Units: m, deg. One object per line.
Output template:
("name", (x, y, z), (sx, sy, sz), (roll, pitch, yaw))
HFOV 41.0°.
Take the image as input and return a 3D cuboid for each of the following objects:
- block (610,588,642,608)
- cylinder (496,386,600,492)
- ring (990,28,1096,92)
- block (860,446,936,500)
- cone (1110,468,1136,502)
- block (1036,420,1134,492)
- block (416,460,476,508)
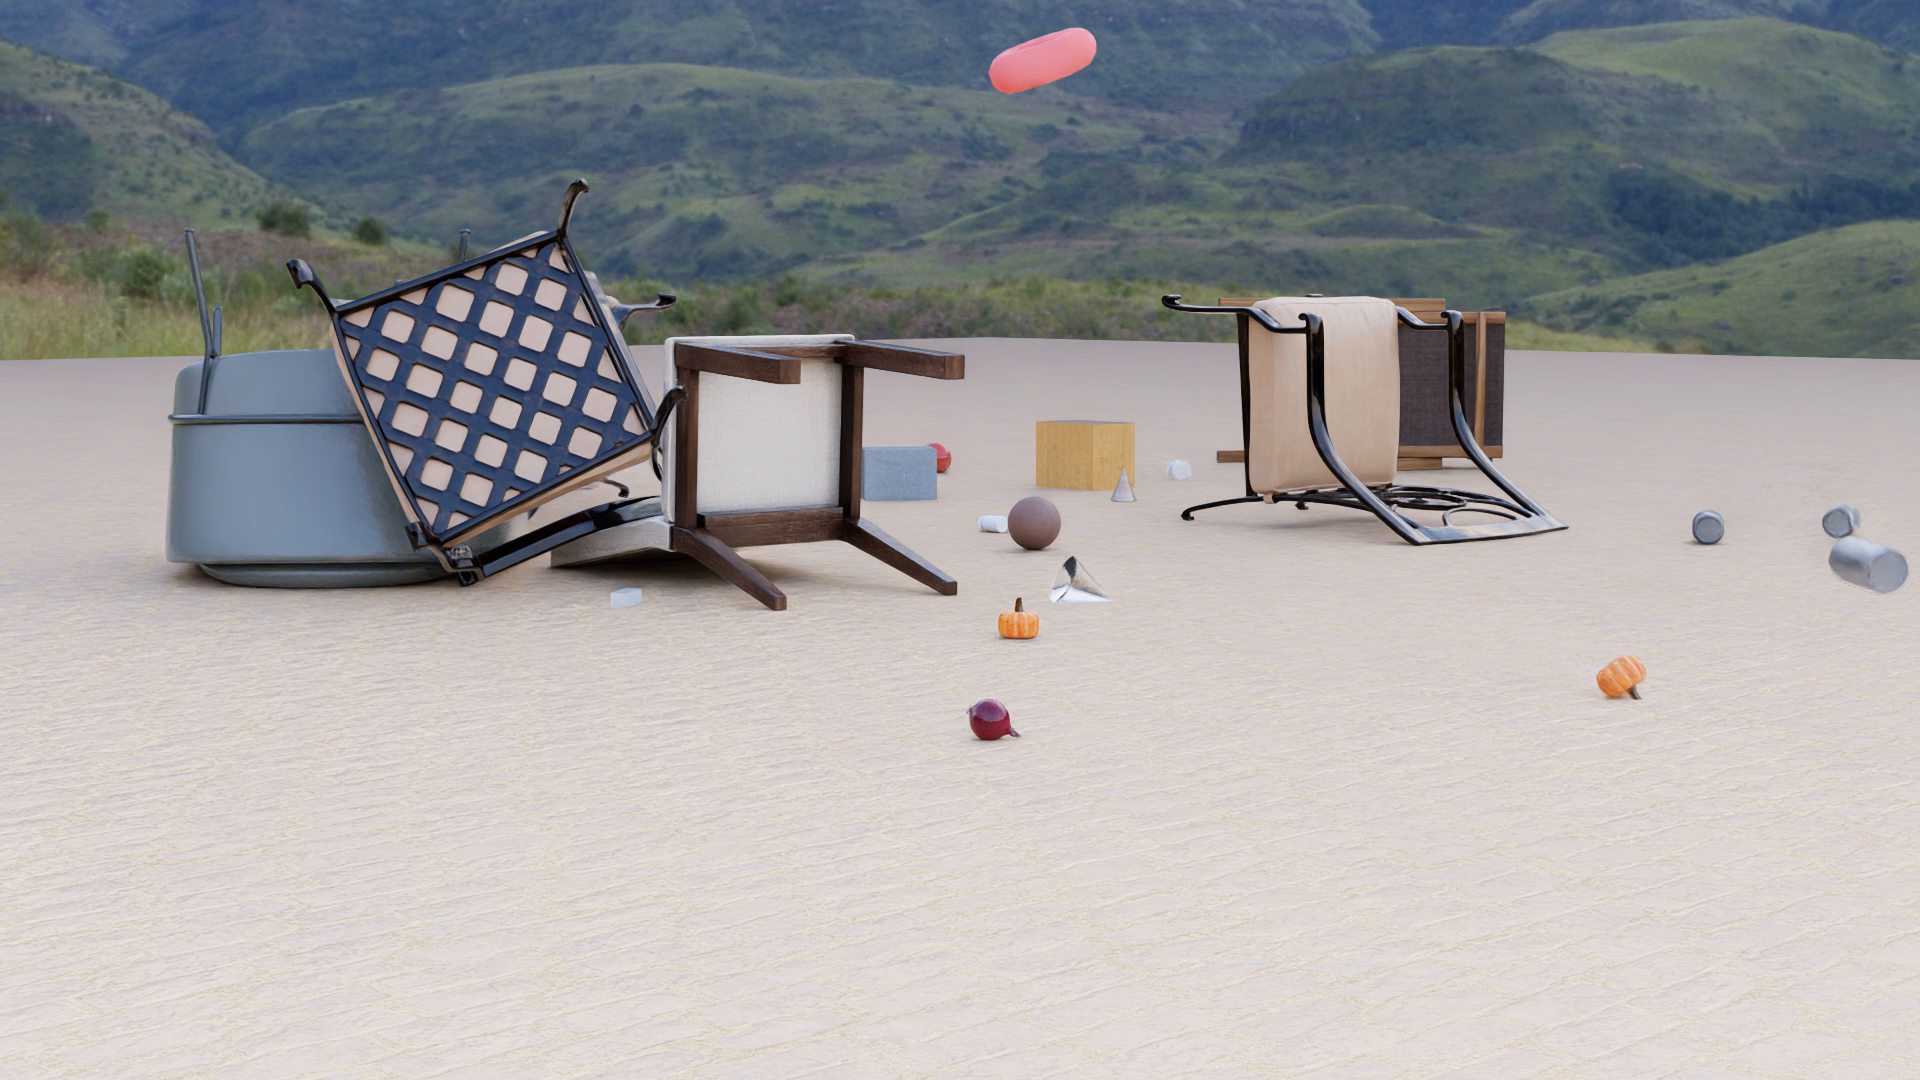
("block", (-0.670, 0.116, 5.153), (0.033, 0.028, 0.078), (2, 6, 16))
("cylinder", (-1.279, -0.318, 7.976), (0.314, 0.312, 0.273), (-2, 6, -22))
("ring", (0.262, -1.509, 8.066), (0.400, 0.123, 0.211), (-26, 20, -28))
("block", (-0.184, -0.198, 7.613), (0.213, 0.149, 0.146), (-1, 6, -8))
("cone", (0.482, -0.167, 7.551), (0.076, 0.098, 0.169), (0, 6, 0))
("block", (0.391, -0.266, 8.012), (0.179, 0.202, 0.258), (-5, 8, -41))
("block", (-1.483, -0.163, 7.407), (0.157, 0.121, 0.202), (-2, 6, -14))
